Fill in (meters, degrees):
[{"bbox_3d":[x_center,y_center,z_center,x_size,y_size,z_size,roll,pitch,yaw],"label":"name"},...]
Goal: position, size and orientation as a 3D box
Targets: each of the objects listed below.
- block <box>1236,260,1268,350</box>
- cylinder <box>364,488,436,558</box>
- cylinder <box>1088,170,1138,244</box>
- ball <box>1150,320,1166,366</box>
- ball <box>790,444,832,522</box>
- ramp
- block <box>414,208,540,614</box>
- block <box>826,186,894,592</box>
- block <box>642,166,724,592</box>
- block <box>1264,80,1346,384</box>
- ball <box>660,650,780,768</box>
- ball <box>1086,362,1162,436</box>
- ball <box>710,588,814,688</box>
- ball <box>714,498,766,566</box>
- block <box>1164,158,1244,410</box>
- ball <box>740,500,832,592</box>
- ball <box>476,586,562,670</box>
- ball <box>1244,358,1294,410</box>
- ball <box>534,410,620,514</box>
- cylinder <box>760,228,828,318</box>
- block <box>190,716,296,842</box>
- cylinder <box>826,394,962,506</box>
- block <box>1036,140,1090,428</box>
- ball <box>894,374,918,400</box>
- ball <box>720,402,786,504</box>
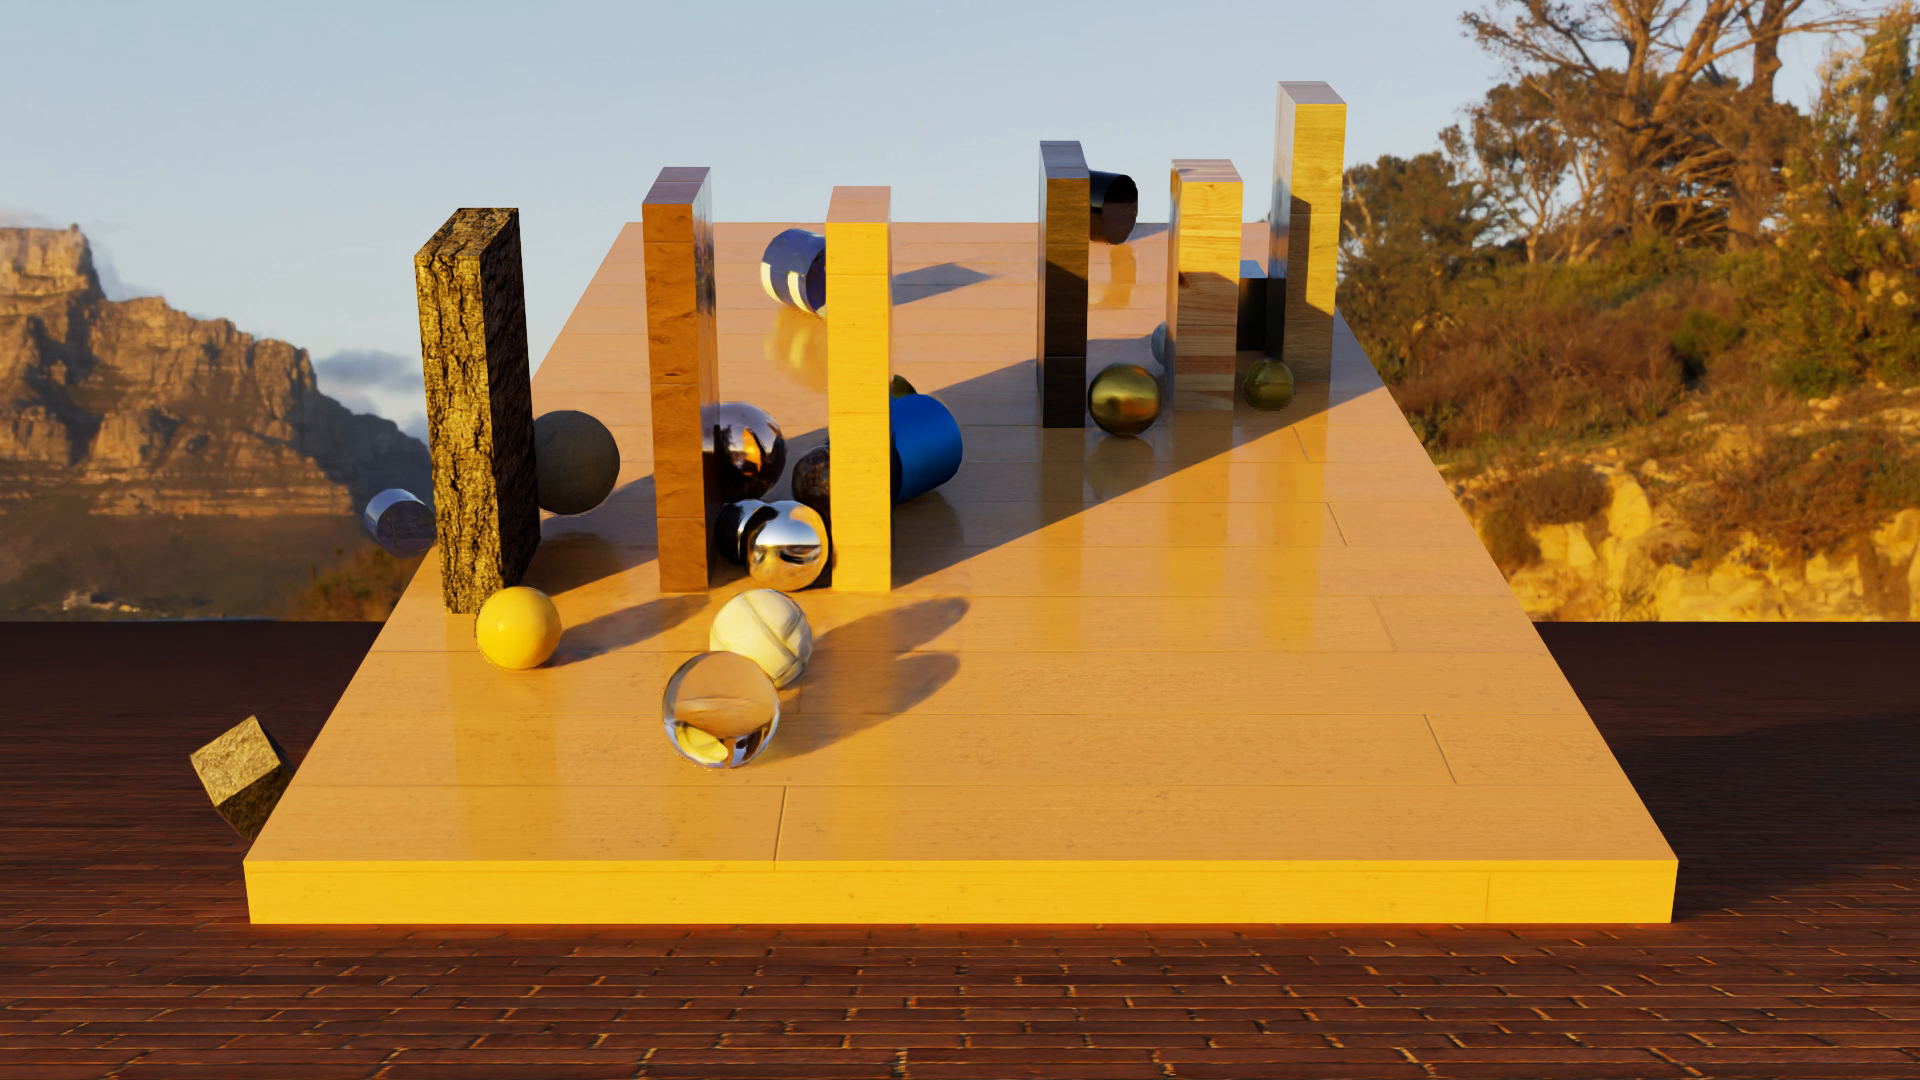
[{"bbox_3d":[0.654,-0.583,5.647,0.182,0.182,0.182,-1,21,-2],"label":"block"},{"bbox_3d":[-1.064,-0.032,4.329,0.113,0.113,0.113,1,12,-27],"label":"cylinder"},{"bbox_3d":[0.382,-0.981,6.669,0.204,0.204,0.204,14,6,33],"label":"cylinder"},{"bbox_3d":[0.518,-0.467,5.414,0.129,0.129,0.129,0,-2,0],"label":"ball"},{"bbox_3d":[-0.254,-0.110,4.433,0.152,0.152,0.152,0,-2,0],"label":"ball"},{"bbox_3d":[-0.005,-0.212,5.061,2.000,0.100,4.000,0,21,0],"label":"ramp"},{"bbox_3d":[-0.855,-0.237,4.070,0.108,0.643,0.372,0,21,0],"label":"block"},{"bbox_3d":[-0.178,-0.277,4.133,0.105,0.676,0.301,0,21,0],"label":"block"},{"bbox_3d":[-0.497,-0.293,4.127,0.086,0.709,0.316,0,21,0],"label":"block"},{"bbox_3d":[0.810,-0.728,5.368,0.114,0.652,0.314,0,21,0],"label":"block"},{"bbox_3d":[-0.360,0.255,3.428,0.178,0.178,0.178,0,-2,0],"label":"ball"},{"bbox_3d":[0.357,-0.305,4.936,0.163,0.163,0.163,0,-2,0],"label":"ball"},{"bbox_3d":[-0.322,0.162,3.690,0.167,0.167,0.167,0,-2,0],"label":"ball"},{"bbox_3d":[-0.392,-0.015,4.217,0.126,0.126,0.126,0,-2,0],"label":"ball"},{"bbox_3d":[0.549,-0.581,5.165,0.134,0.519,0.257,0,21,0],"label":"block"},{"bbox_3d":[-0.313,0.010,4.096,0.165,0.165,0.165,0,-2,0],"label":"ball"},{"bbox_3d":[-0.730,0.146,3.770,0.140,0.140,0.140,0,-2,0],"label":"ball"},{"bbox_3d":[0.696,-0.352,5.130,0.115,0.115,0.115,0,-2,0],"label":"ball"},{"bbox_3d":[-0.760,-0.150,4.400,0.203,0.203,0.203,0,-2,0],"label":"ball"},{"bbox_3d":[-0.376,-0.690,5.892,0.201,0.201,0.201,2,15,-41],"label":"cylinder"},{"bbox_3d":[-1.358,0.457,4.360,0.141,0.141,0.141,-34,-36,-11],"label":"block"},{"bbox_3d":[-0.131,-0.175,4.542,0.195,0.195,0.195,-2,15,39],"label":"cylinder"},{"bbox_3d":[0.229,-0.581,5.113,0.092,0.554,0.427,0,21,0],"label":"block"},{"bbox_3d":[-0.156,-0.273,4.738,0.151,0.151,0.151,0,-2,0],"label":"ball"},{"bbox_3d":[-0.438,-0.170,4.447,0.199,0.199,0.199,0,-2,0],"label":"ball"}]
